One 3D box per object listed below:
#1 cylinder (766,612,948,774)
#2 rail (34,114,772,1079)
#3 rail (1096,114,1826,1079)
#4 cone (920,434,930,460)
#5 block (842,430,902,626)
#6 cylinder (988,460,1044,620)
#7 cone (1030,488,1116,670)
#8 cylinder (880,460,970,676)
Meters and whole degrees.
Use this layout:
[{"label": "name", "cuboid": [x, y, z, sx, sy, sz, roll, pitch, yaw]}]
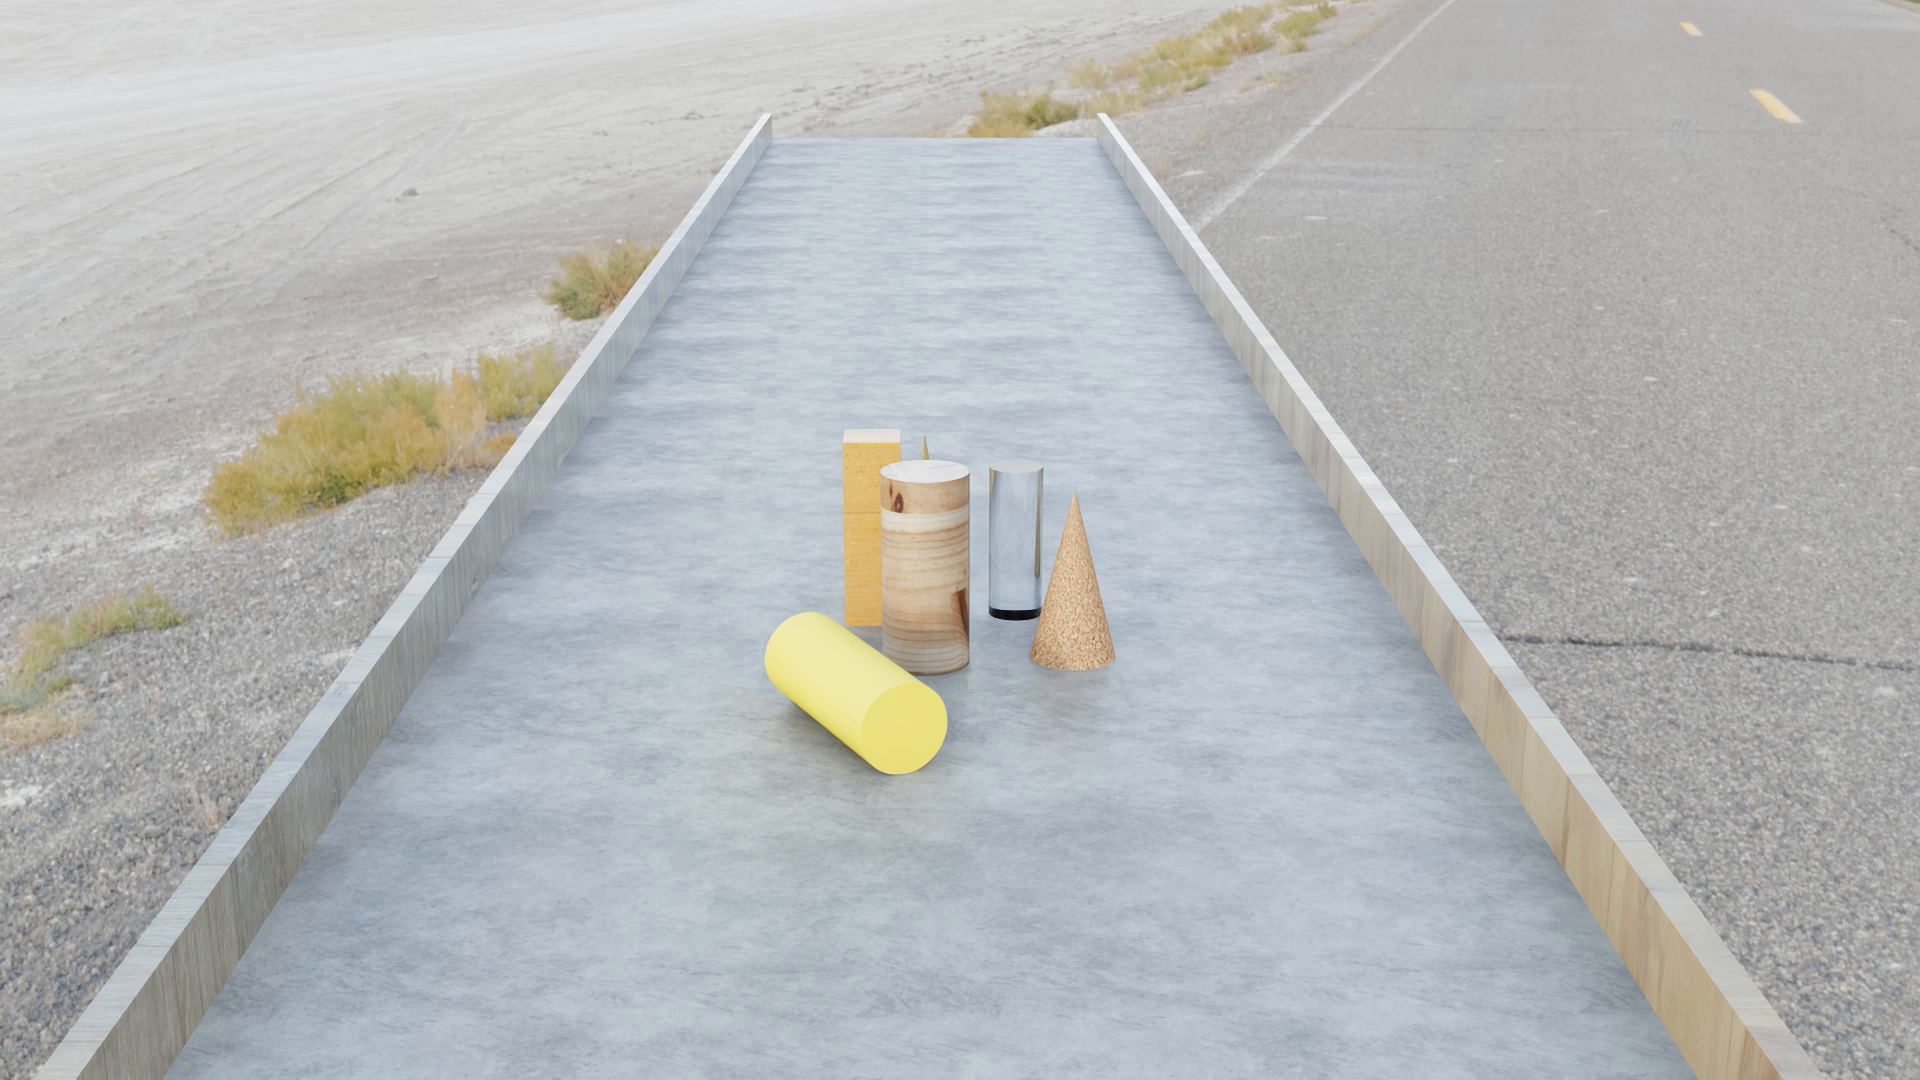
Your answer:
[{"label": "cylinder", "cuboid": [-0.196, 0.273, 4.012, 0.168, 0.168, 0.436, -8, 18, -26]}, {"label": "rail", "cuboid": [-1.118, -0.838, 7.780, 0.050, 0.150, 12.000, 0, 17, -1]}, {"label": "rail", "cuboid": [0.932, -0.844, 7.801, 0.050, 0.150, 12.000, 0, 17, -1]}, {"label": "cone", "cuboid": [-0.078, -0.075, 4.884, 0.126, 0.340, 0.126, 0, 17, 0]}, {"label": "block", "cuboid": [-0.182, -0.026, 4.620, 0.118, 0.396, 0.118, 0, 17, 0]}, {"label": "cylinder", "cuboid": [0.118, 0.000, 4.660, 0.114, 0.323, 0.114, 0, 17, 0]}, {"label": "cone", "cuboid": [0.227, 0.065, 4.393, 0.173, 0.350, 0.173, 0, 17, 0]}, {"label": "cylinder", "cuboid": [-0.068, 0.054, 4.354, 0.175, 0.394, 0.175, 0, 17, 0]}]
